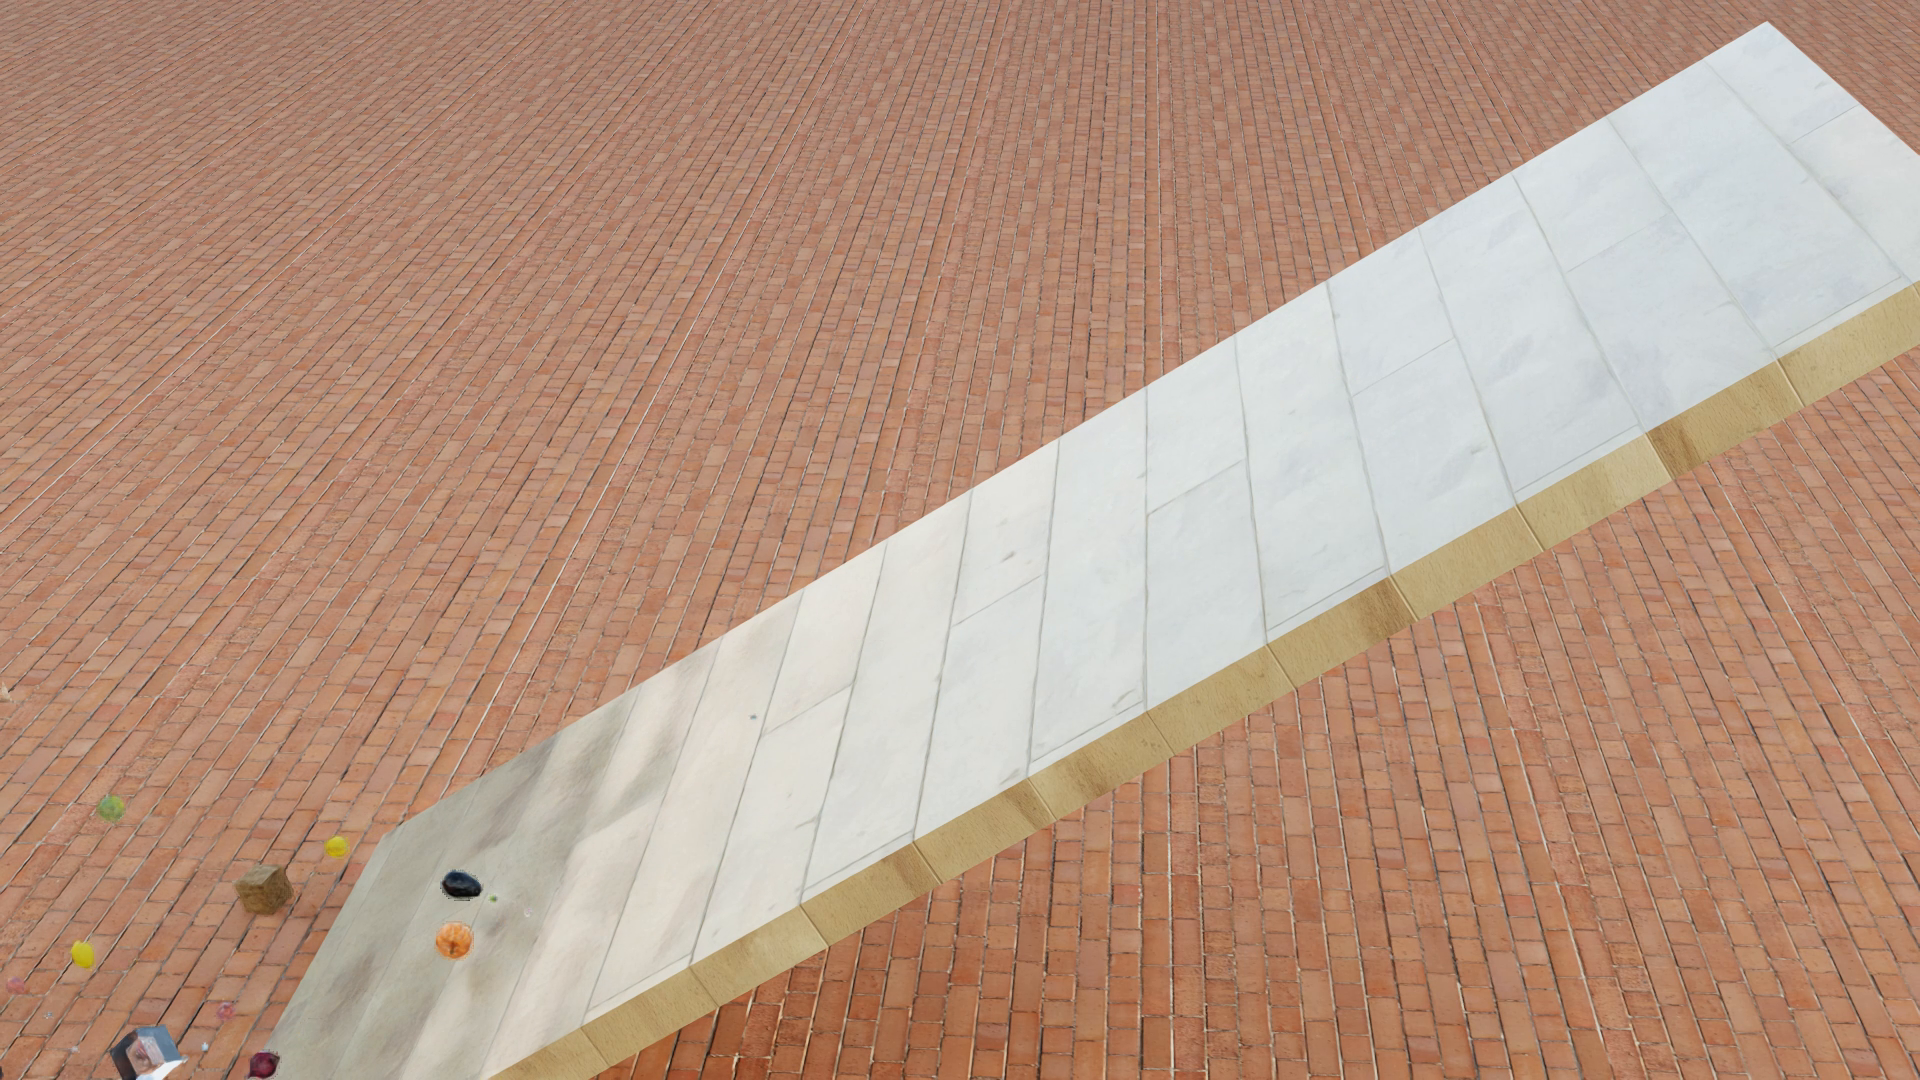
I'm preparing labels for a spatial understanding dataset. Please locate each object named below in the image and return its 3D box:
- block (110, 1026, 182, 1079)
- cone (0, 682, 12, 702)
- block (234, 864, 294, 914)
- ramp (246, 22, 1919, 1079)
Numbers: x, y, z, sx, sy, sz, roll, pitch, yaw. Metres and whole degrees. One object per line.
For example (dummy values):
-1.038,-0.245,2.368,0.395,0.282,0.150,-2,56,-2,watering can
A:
-1.828,1.159,6.603,0.095,0.095,0.095,57,21,20,block
-2.837,0.463,8.734,0.062,0.062,0.062,33,29,10,cone
-1.759,0.883,7.441,0.090,0.090,0.090,-1,29,31,block
0.140,0.170,6.293,4.000,0.100,2.000,-30,15,13,ramp
